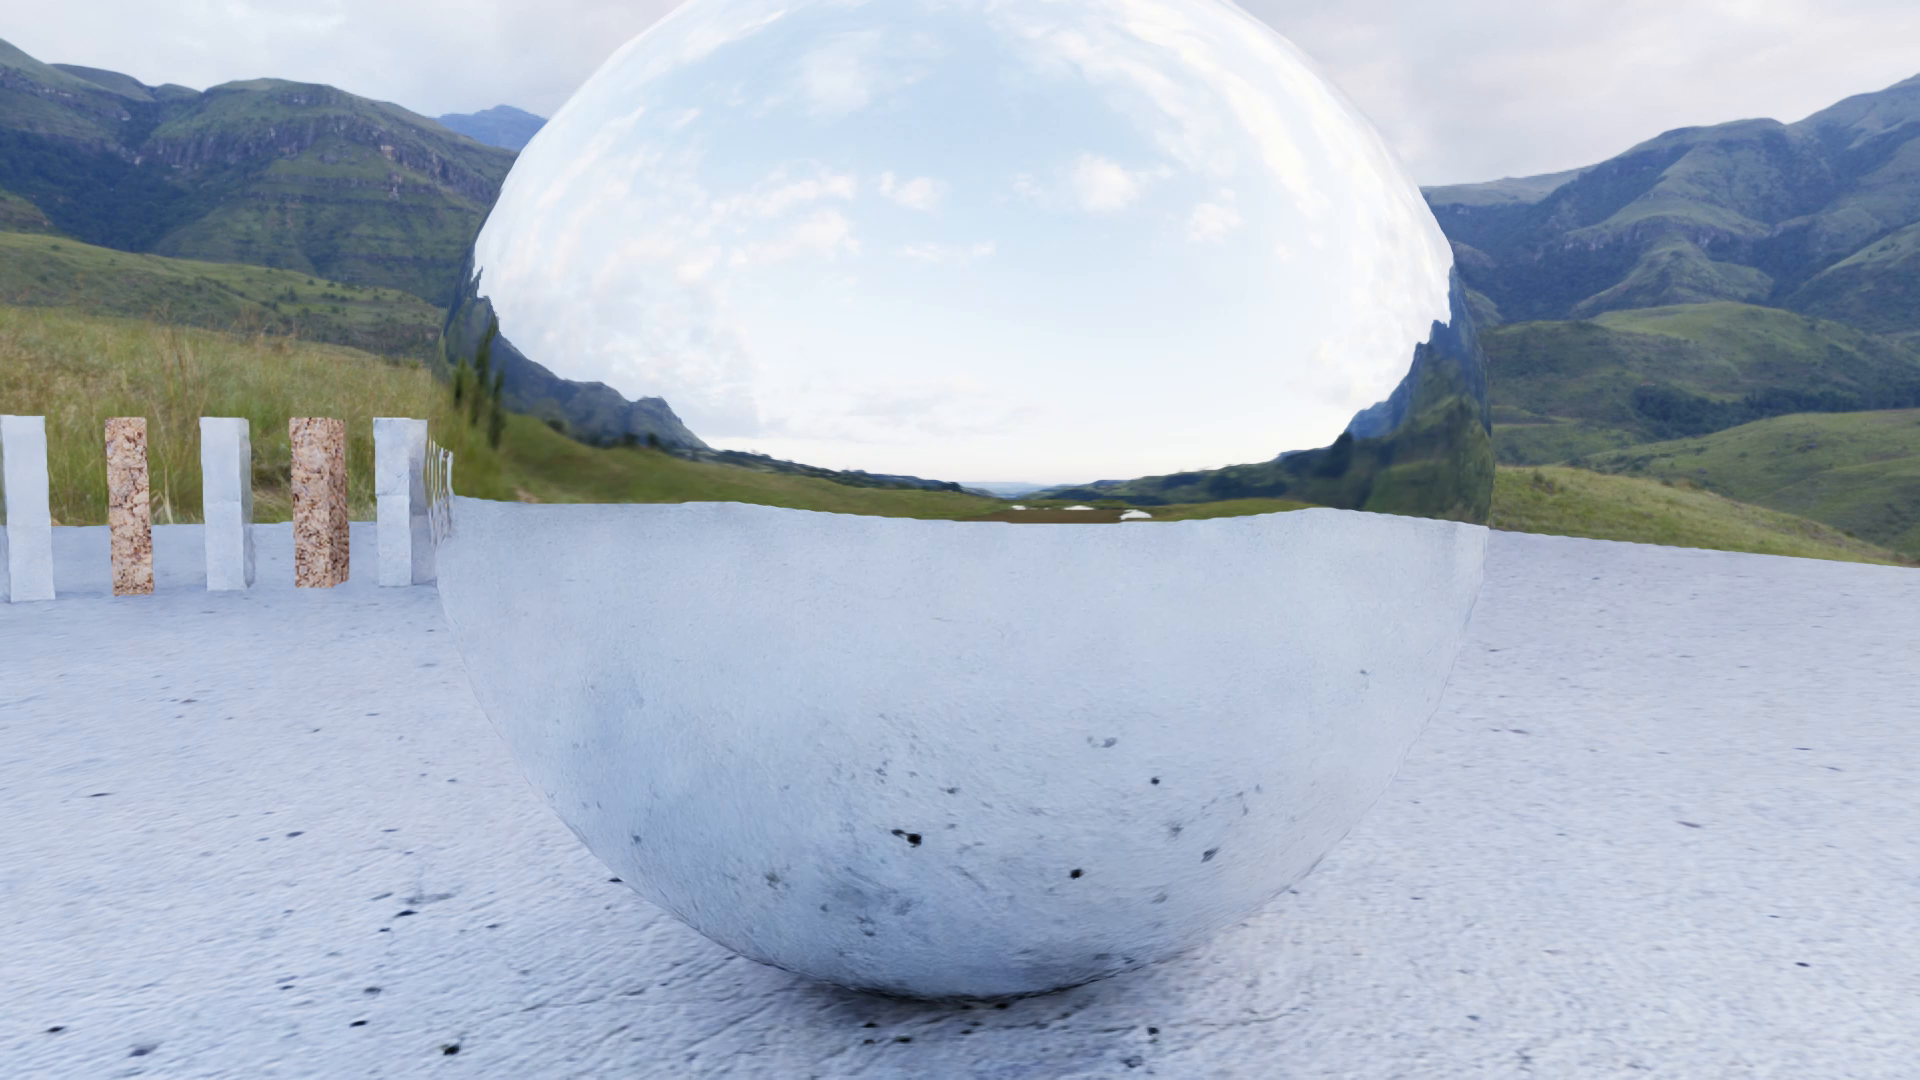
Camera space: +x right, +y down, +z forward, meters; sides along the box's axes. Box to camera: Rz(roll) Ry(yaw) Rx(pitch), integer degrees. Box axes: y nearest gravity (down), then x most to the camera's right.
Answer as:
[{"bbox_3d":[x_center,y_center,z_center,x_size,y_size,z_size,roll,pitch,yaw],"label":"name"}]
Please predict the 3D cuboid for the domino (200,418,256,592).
[{"bbox_3d":[-0.218,-0.011,0.382,0.010,0.050,0.025,-2,5,-22],"label":"domino"}]

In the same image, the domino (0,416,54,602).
[{"bbox_3d":[-0.260,-0.009,0.356,0.010,0.050,0.025,-4,6,-40],"label":"domino"}]

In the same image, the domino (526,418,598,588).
[{"bbox_3d":[-0.120,-0.012,0.390,0.009,0.050,0.025,1,4,13],"label":"domino"}]

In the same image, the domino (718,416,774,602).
[{"bbox_3d":[-0.054,-0.009,0.357,0.010,0.050,0.025,4,6,40],"label":"domino"}]

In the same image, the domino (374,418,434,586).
[{"bbox_3d":[-0.169,-0.012,0.393,0.009,0.050,0.025,0,4,-5],"label":"domino"}]

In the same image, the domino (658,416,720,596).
[{"bbox_3d":[-0.074,-0.010,0.371,0.010,0.050,0.025,3,5,31],"label":"domino"}]

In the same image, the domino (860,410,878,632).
[{"bbox_3d":[-0.010,-0.005,0.298,0.025,0.050,0.009,-2,5,-24],"label":"domino"}]

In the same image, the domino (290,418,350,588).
[{"bbox_3d":[-0.194,-0.012,0.389,0.009,0.050,0.025,-1,4,-13],"label":"domino"}]

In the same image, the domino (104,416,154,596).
[{"bbox_3d":[-0.240,-0.010,0.370,0.010,0.050,0.025,-3,5,-32],"label":"domino"}]

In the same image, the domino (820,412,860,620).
[{"bbox_3d":[-0.021,-0.006,0.320,0.025,0.050,0.010,-3,5,-32],"label":"domino"}]

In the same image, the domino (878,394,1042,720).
[{"bbox_3d":[0.000,0.002,0.201,0.025,0.050,0.009,0,4,0],"label":"domino"}]

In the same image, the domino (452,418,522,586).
[{"bbox_3d":[-0.145,-0.012,0.393,0.009,0.050,0.025,0,4,5],"label":"domino"}]

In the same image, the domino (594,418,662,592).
[{"bbox_3d":[-0.096,-0.011,0.382,0.009,0.050,0.025,2,5,22],"label":"domino"}]

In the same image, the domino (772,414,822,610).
[{"bbox_3d":[-0.036,-0.008,0.340,0.025,0.050,0.009,-4,6,-41],"label":"domino"}]

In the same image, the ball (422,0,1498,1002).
[{"bbox_3d":[0.000,-0.005,0.103,0.080,0.080,0.080,0,4,0],"label":"ball"}]
